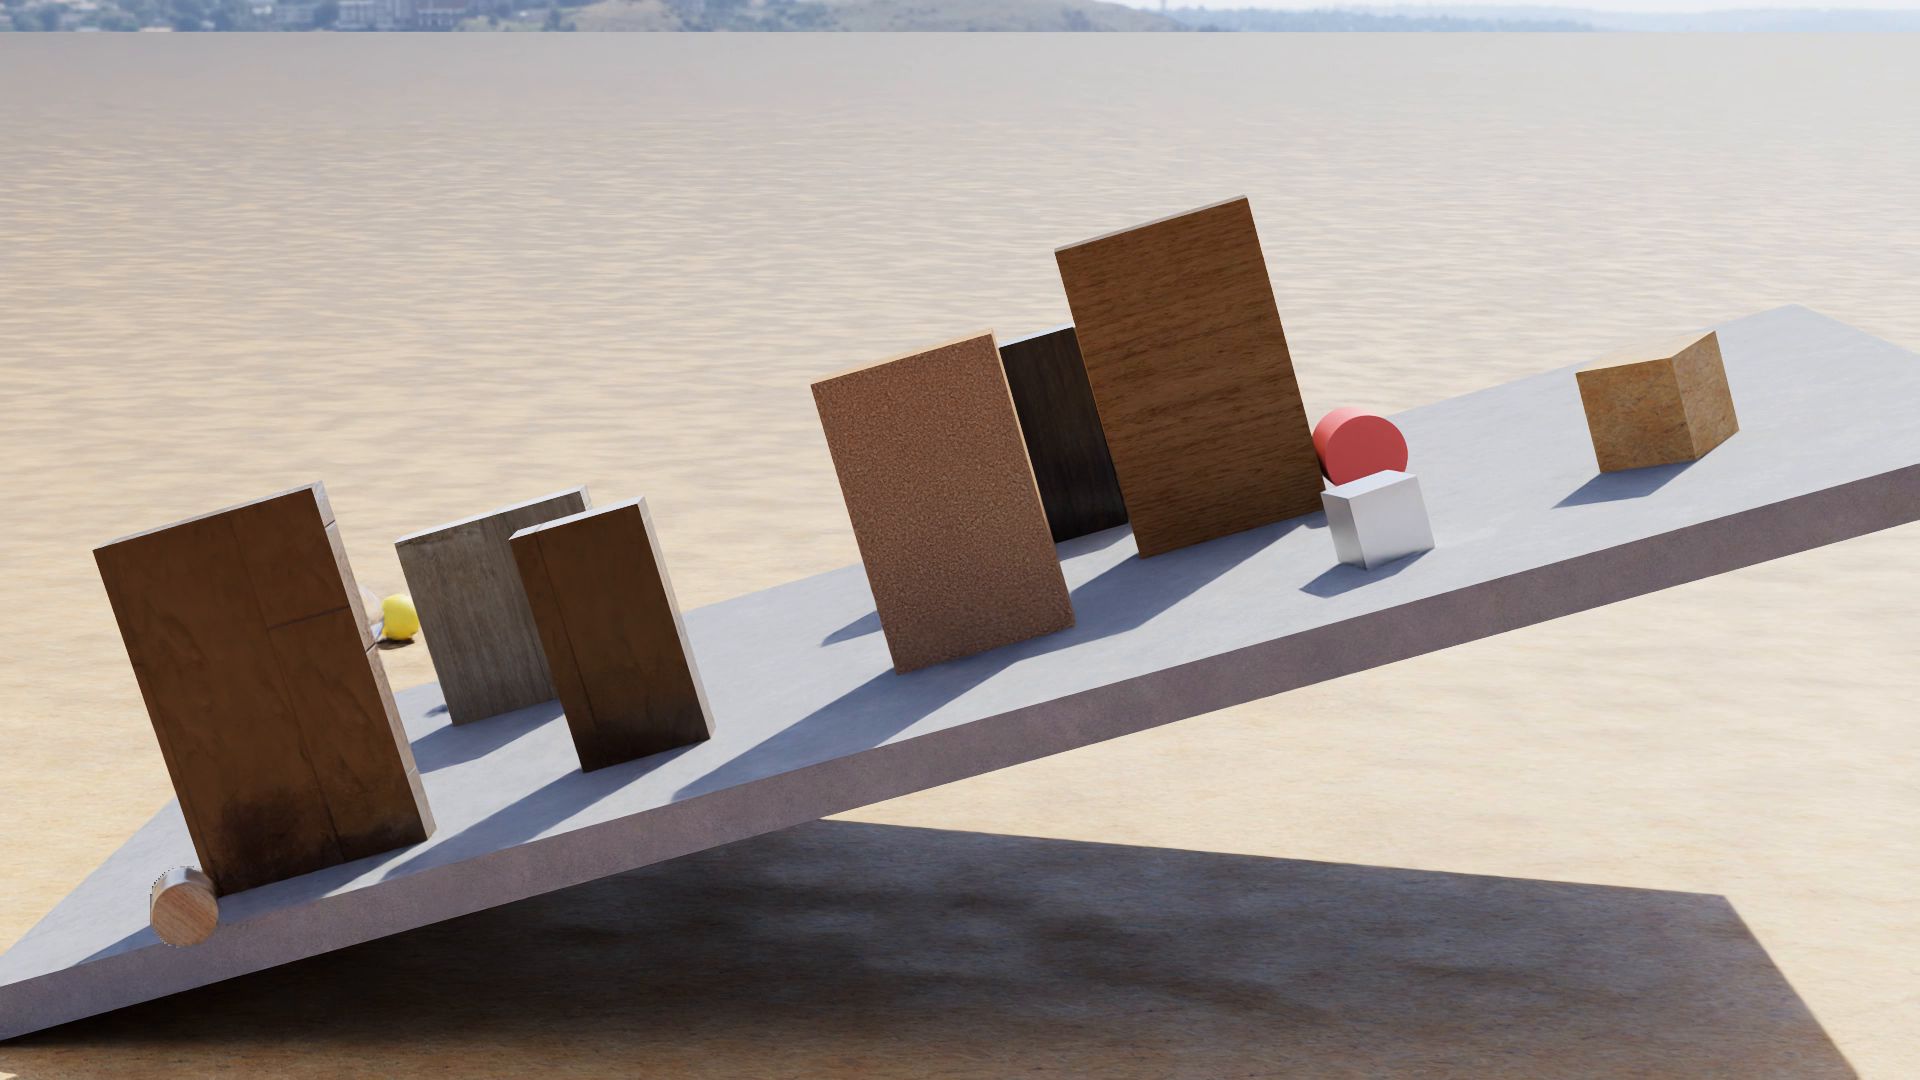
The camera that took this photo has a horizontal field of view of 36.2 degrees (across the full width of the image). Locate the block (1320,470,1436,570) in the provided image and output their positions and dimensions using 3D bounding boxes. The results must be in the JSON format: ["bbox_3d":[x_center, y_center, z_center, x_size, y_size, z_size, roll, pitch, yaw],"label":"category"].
[{"bbox_3d":[0.807,-0.039,5.683,0.146,0.146,0.146,-18,10,-12],"label":"block"}]

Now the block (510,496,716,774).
[{"bbox_3d":[-0.687,0.187,5.839,0.264,0.492,0.098,-16,10,5],"label":"block"}]

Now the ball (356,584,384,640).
[{"bbox_3d":[-1.827,0.235,8.798,0.207,0.207,0.207,0,11,0],"label":"ball"}]

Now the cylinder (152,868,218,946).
[{"bbox_3d":[-1.426,0.675,5.414,0.117,0.117,0.117,-3,7,-14],"label":"cylinder"}]

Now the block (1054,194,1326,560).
[{"bbox_3d":[0.499,-0.349,6.318,0.423,0.689,0.096,-16,10,5],"label":"block"}]

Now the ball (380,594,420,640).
[{"bbox_3d":[-1.711,0.236,8.979,0.141,0.141,0.141,0,11,0],"label":"ball"}]

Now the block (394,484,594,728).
[{"bbox_3d":[-1.005,0.150,6.714,0.442,0.445,0.090,-16,10,5],"label":"block"}]

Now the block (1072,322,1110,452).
[{"bbox_3d":[0.428,-0.324,7.010,0.278,0.451,0.102,-16,10,5],"label":"block"}]

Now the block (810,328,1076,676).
[{"bbox_3d":[-0.031,-0.077,5.891,0.372,0.611,0.109,-16,10,5],"label":"block"}]

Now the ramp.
[{"bbox_3d":[0.087,0.188,6.323,4.000,0.100,2.000,-16,10,5],"label":"ramp"}]

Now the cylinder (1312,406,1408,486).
[{"bbox_3d":[0.862,-0.192,6.360,0.178,0.178,0.178,-1,9,-4],"label":"cylinder"}]

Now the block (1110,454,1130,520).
[{"bbox_3d":[0.457,-0.157,6.888,0.159,0.159,0.159,-14,10,11],"label":"block"}]

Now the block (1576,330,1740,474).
[{"bbox_3d":[1.391,-0.276,5.864,0.210,0.210,0.210,-8,13,41],"label":"block"}]

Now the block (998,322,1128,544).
[{"bbox_3d":[0.137,-0.219,6.829,0.393,0.475,0.093,-16,10,5],"label":"block"}]

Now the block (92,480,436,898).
[{"bbox_3d":[-1.332,0.291,5.655,0.441,0.715,0.085,-16,10,5],"label":"block"}]
